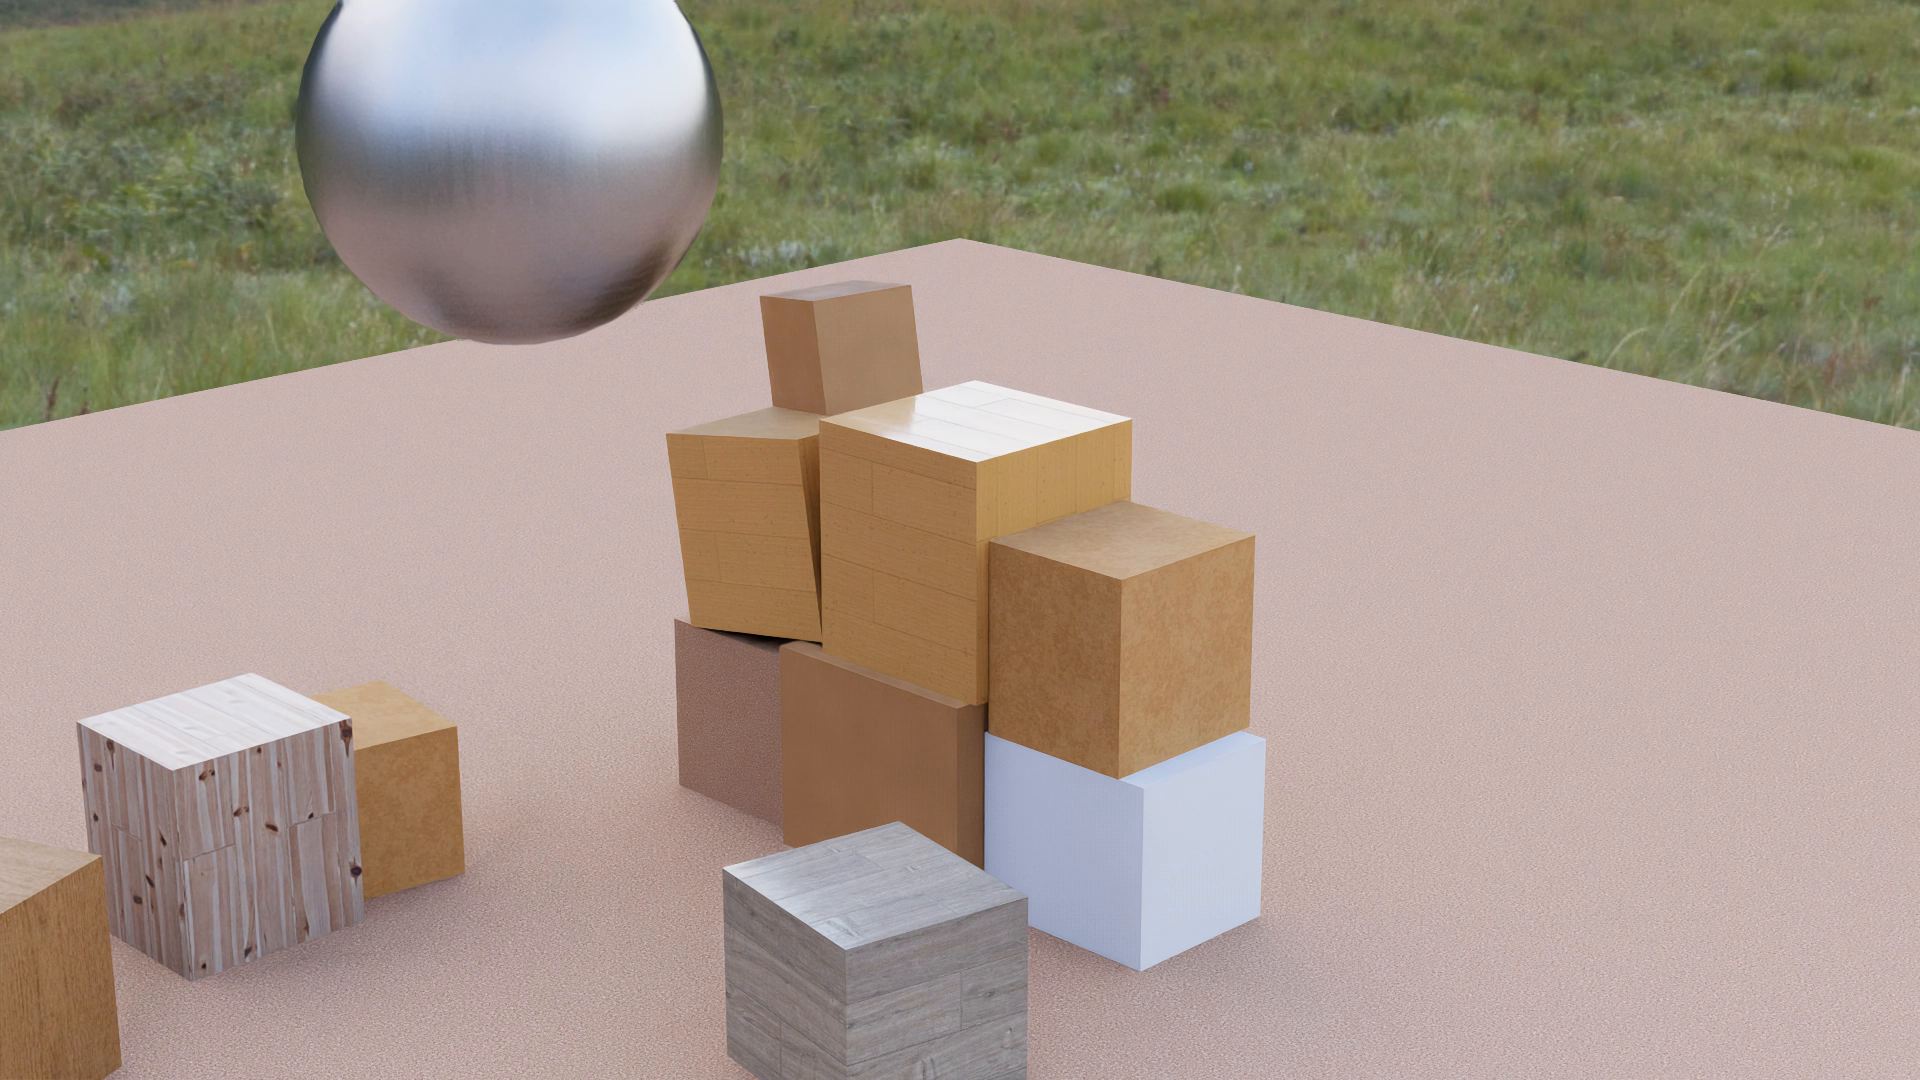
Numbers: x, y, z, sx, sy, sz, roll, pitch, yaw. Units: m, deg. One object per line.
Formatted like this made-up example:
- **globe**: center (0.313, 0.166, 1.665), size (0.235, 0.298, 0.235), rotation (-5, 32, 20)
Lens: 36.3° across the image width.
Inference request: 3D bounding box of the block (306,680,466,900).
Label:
- **block**: center (-2.750, 1.151, 13.477), size (0.628, 0.723, 0.751), rotation (-13, 21, -35)

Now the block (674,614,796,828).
- **block**: center (-0.757, 0.797, 14.362), size (0.884, 0.868, 0.903), rotation (-17, 24, -42)

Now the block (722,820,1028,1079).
- **block**: center (-0.336, 1.719, 11.514), size (0.831, 0.816, 0.904), rotation (-12, 21, -33)

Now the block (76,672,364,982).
- **block**: center (-3.224, 1.234, 12.816), size (0.871, 0.961, 0.800), rotation (-16, 24, -42)

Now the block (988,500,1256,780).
- **block**: center (0.700, 0.414, 12.750), size (0.761, 0.885, 0.867), rotation (16, 24, 42)

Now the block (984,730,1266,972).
- **block**: center (0.721, 1.255, 12.951), size (0.800, 0.840, 0.933), rotation (-17, 24, -42)

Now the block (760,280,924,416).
- **block**: center (-0.577, -0.941, 14.237), size (0.527, 0.548, 0.598), rotation (-12, 12, -27)

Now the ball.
- **ball**: center (-1.694, -1.536, 11.083), size (1.600, 1.600, 1.600), rotation (0, 17, 0)

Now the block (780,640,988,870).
- **block**: center (-0.018, 0.960, 13.646), size (1.142, 0.987, 1.155), rotation (-17, 24, -42)

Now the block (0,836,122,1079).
- **block**: center (-3.939, 1.716, 11.365), size (0.967, 0.910, 0.806), rotation (7, 19, 22)

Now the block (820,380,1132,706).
- **block**: center (0.071, -0.013, 13.257), size (0.984, 1.103, 0.996), rotation (17, 24, 42)

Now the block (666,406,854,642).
- **block**: center (-0.681, -0.123, 14.033), size (0.935, 0.948, 0.962), rotation (5, 16, 45)
